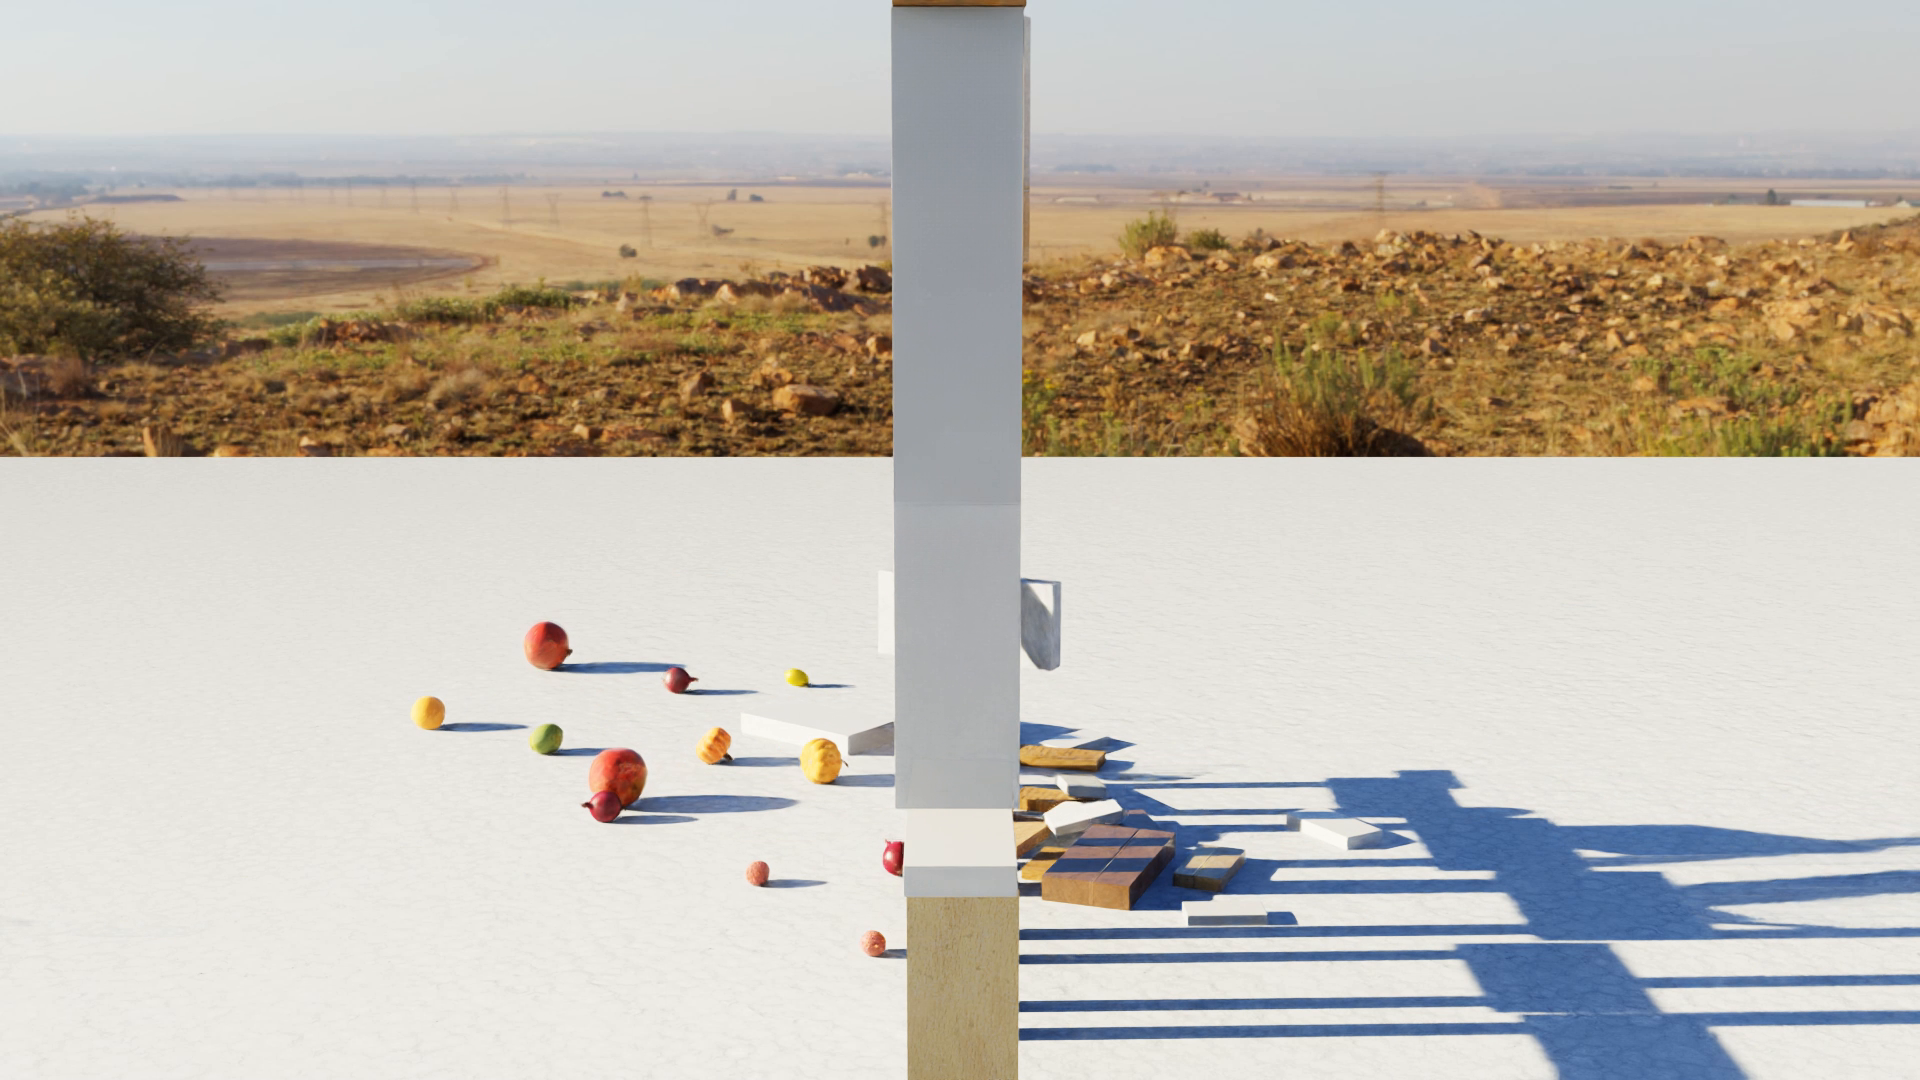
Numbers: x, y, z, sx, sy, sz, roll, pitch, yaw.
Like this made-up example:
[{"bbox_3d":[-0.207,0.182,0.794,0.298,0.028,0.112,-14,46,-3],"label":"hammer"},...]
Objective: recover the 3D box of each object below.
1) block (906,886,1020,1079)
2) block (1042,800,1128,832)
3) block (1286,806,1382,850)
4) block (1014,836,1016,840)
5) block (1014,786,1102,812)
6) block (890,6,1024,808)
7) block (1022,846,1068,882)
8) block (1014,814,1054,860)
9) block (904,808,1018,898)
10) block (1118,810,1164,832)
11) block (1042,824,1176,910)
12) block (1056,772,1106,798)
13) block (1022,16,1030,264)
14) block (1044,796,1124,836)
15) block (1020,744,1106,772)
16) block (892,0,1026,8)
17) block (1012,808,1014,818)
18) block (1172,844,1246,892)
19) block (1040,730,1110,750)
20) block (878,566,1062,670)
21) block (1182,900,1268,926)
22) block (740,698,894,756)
[{"bbox_3d":[0.004,0.589,2.877,0.145,0.291,0.041,0,11,0],"label":"block"},{"bbox_3d":[0.226,0.504,3.997,0.142,0.020,0.071,2,20,43],"label":"block"},{"bbox_3d":[0.676,0.521,3.979,0.083,0.023,0.166,-6,12,-31],"label":"block"},{"bbox_3d":[0.004,0.554,3.068,0.145,0.291,0.041,0,11,0],"label":"block"},{"bbox_3d":[0.182,0.492,4.135,0.155,0.022,0.077,4,11,20],"label":"block"},{"bbox_3d":[-0.003,-0.163,2.957,0.171,1.077,0.049,0,11,0],"label":"block"},{"bbox_3d":[0.157,0.559,3.787,0.064,0.018,0.129,4,11,20],"label":"block"},{"bbox_3d":[0.097,0.530,3.930,0.083,0.023,0.166,5,12,25],"label":"block"},{"bbox_3d":[0.000,0.408,2.942,0.145,0.041,0.291,0,11,0],"label":"block"},{"bbox_3d":[0.315,0.523,3.972,0.077,0.022,0.155,-2,11,-12],"label":"block"},{"bbox_3d":[0.257,0.554,3.745,0.149,0.042,0.298,4,11,20],"label":"block"},{"bbox_3d":[0.229,0.466,4.185,0.071,0.020,0.190,3,1,-5],"label":"block"},{"bbox_3d":[0.011,-0.569,3.133,0.171,0.343,0.049,2,11,12],"label":"block"},{"bbox_3d":[0.222,0.496,3.944,0.129,0.018,0.064,-13,18,-11],"label":"block"},{"bbox_3d":[0.195,0.439,4.423,0.182,0.022,0.077,3,11,17],"label":"block"},{"bbox_3d":[-0.002,-0.737,2.967,0.171,0.049,0.343,0,11,0],"label":"block"},{"bbox_3d":[0.001,0.464,3.448,0.164,0.329,0.047,0,11,0],"label":"block"},{"bbox_3d":[0.428,0.560,3.764,0.083,0.023,0.166,4,11,21],"label":"block"},{"bbox_3d":[0.237,0.419,4.532,0.071,0.020,0.142,10,14,43],"label":"block"},{"bbox_3d":[0.015,0.136,3.836,0.328,0.149,0.042,4,11,23],"label":"block"},{"bbox_3d":[0.427,0.603,3.549,0.129,0.018,0.064,0,11,-2],"label":"block"},{"bbox_3d":[-0.300,0.392,4.621,0.298,0.042,0.149,8,13,37],"label":"block"}]
